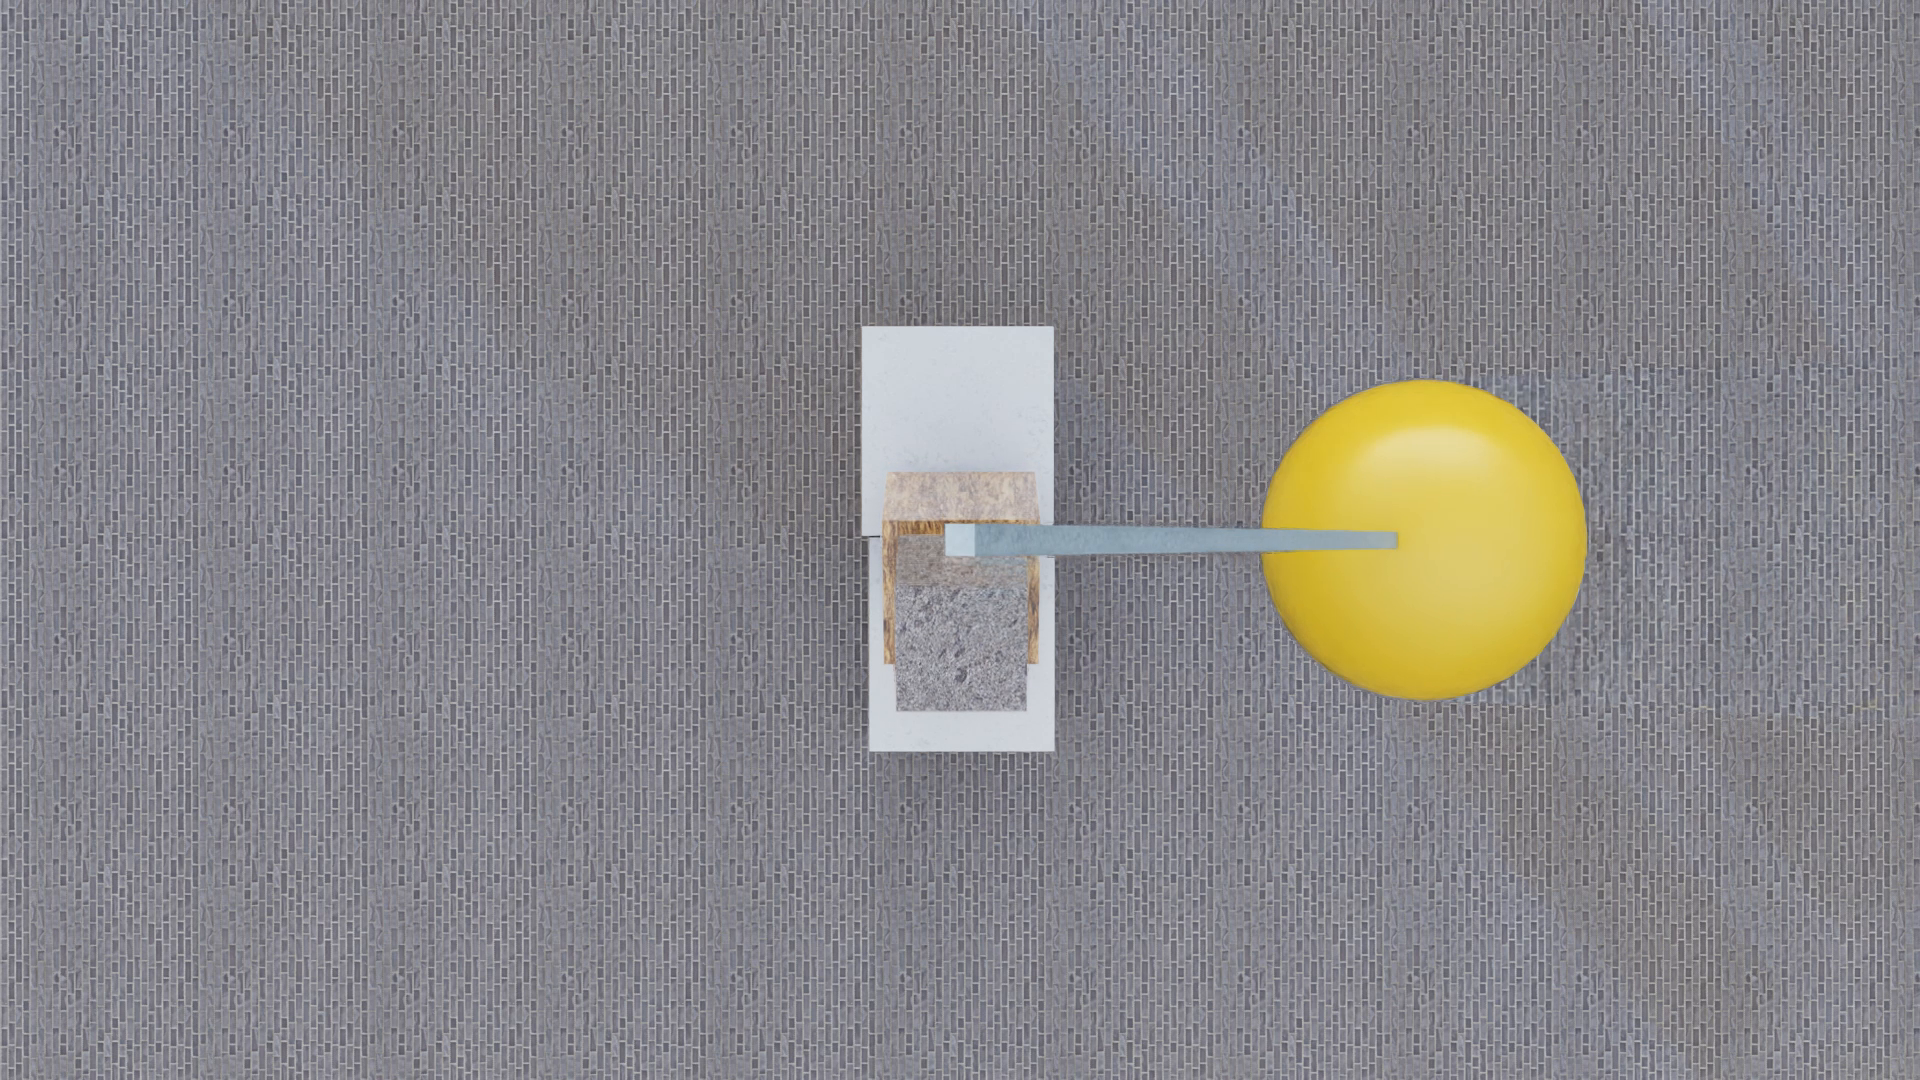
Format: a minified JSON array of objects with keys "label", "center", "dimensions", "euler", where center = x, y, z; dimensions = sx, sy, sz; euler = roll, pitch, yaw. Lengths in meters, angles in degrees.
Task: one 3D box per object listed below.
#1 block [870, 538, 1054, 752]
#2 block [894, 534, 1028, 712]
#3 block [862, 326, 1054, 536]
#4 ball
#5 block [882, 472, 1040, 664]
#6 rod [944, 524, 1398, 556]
[{"label":"block","center":[0.011,0.570,12.503],"dimensions":[1.010,0.995,1.168],"euler":[0,90,0]},{"label":"block","center":[0.007,0.395,10.766],"dimensions":[0.625,0.735,0.643],"euler":[0,109,0]},{"label":"block","center":[-0.011,-0.589,12.439],"dimensions":[1.034,1.122,1.130],"euler":[0,90,0]},{"label":"ball","center":[2.295,0.000,10.944],"dimensions":[1.600,1.600,1.600],"euler":[0,90,0]},{"label":"block","center":[0.006,0.135,11.496],"dimensions":[0.790,0.809,0.775],"euler":[0,109,0]},{"label":"rod","center":[0.994,0.000,7.802],"dimensions":[0.080,5.200,0.080],"euler":[0,90,22]}]
